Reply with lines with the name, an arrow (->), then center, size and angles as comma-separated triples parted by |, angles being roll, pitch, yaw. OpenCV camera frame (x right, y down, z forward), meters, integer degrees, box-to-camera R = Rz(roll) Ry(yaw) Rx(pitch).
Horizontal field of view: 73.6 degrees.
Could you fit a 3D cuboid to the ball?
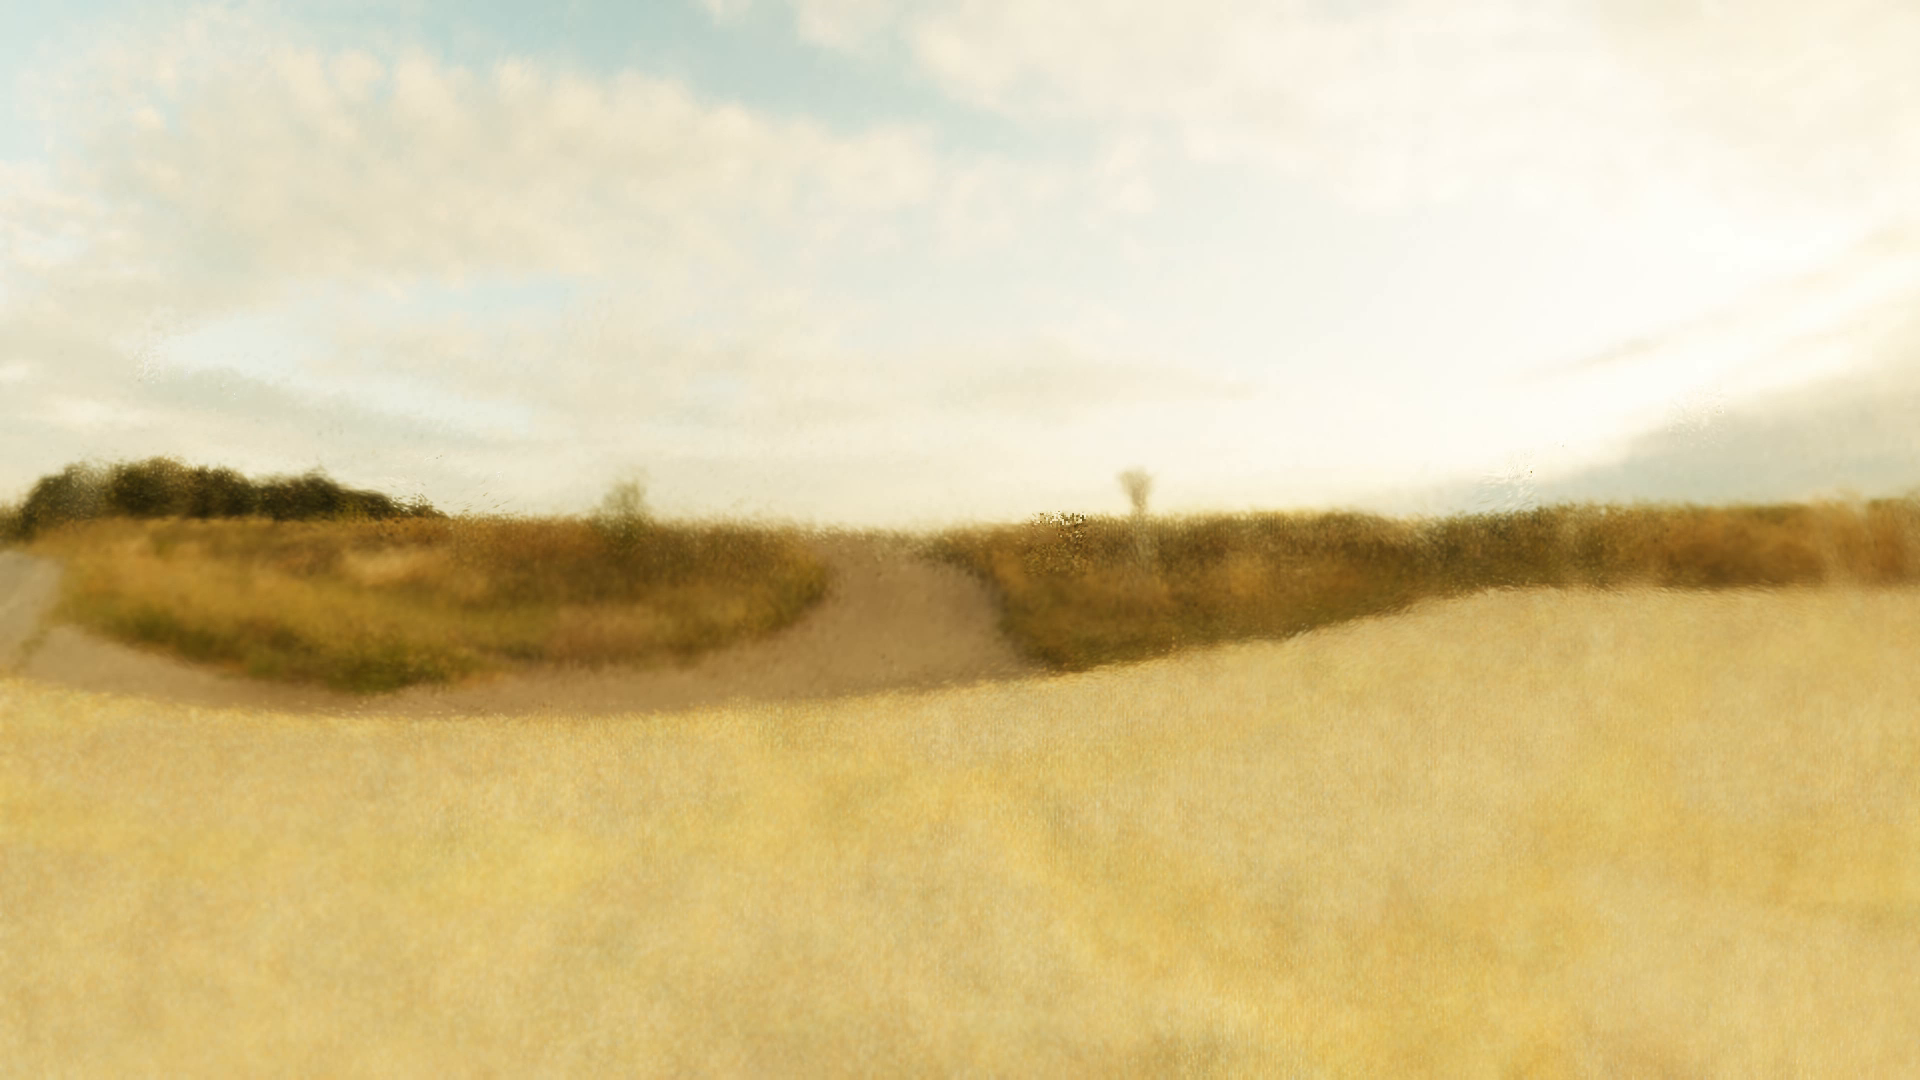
ball -> 0.000, -0.002, 0.056 | 0.080, 0.080, 0.080 | 0, 4, 0
